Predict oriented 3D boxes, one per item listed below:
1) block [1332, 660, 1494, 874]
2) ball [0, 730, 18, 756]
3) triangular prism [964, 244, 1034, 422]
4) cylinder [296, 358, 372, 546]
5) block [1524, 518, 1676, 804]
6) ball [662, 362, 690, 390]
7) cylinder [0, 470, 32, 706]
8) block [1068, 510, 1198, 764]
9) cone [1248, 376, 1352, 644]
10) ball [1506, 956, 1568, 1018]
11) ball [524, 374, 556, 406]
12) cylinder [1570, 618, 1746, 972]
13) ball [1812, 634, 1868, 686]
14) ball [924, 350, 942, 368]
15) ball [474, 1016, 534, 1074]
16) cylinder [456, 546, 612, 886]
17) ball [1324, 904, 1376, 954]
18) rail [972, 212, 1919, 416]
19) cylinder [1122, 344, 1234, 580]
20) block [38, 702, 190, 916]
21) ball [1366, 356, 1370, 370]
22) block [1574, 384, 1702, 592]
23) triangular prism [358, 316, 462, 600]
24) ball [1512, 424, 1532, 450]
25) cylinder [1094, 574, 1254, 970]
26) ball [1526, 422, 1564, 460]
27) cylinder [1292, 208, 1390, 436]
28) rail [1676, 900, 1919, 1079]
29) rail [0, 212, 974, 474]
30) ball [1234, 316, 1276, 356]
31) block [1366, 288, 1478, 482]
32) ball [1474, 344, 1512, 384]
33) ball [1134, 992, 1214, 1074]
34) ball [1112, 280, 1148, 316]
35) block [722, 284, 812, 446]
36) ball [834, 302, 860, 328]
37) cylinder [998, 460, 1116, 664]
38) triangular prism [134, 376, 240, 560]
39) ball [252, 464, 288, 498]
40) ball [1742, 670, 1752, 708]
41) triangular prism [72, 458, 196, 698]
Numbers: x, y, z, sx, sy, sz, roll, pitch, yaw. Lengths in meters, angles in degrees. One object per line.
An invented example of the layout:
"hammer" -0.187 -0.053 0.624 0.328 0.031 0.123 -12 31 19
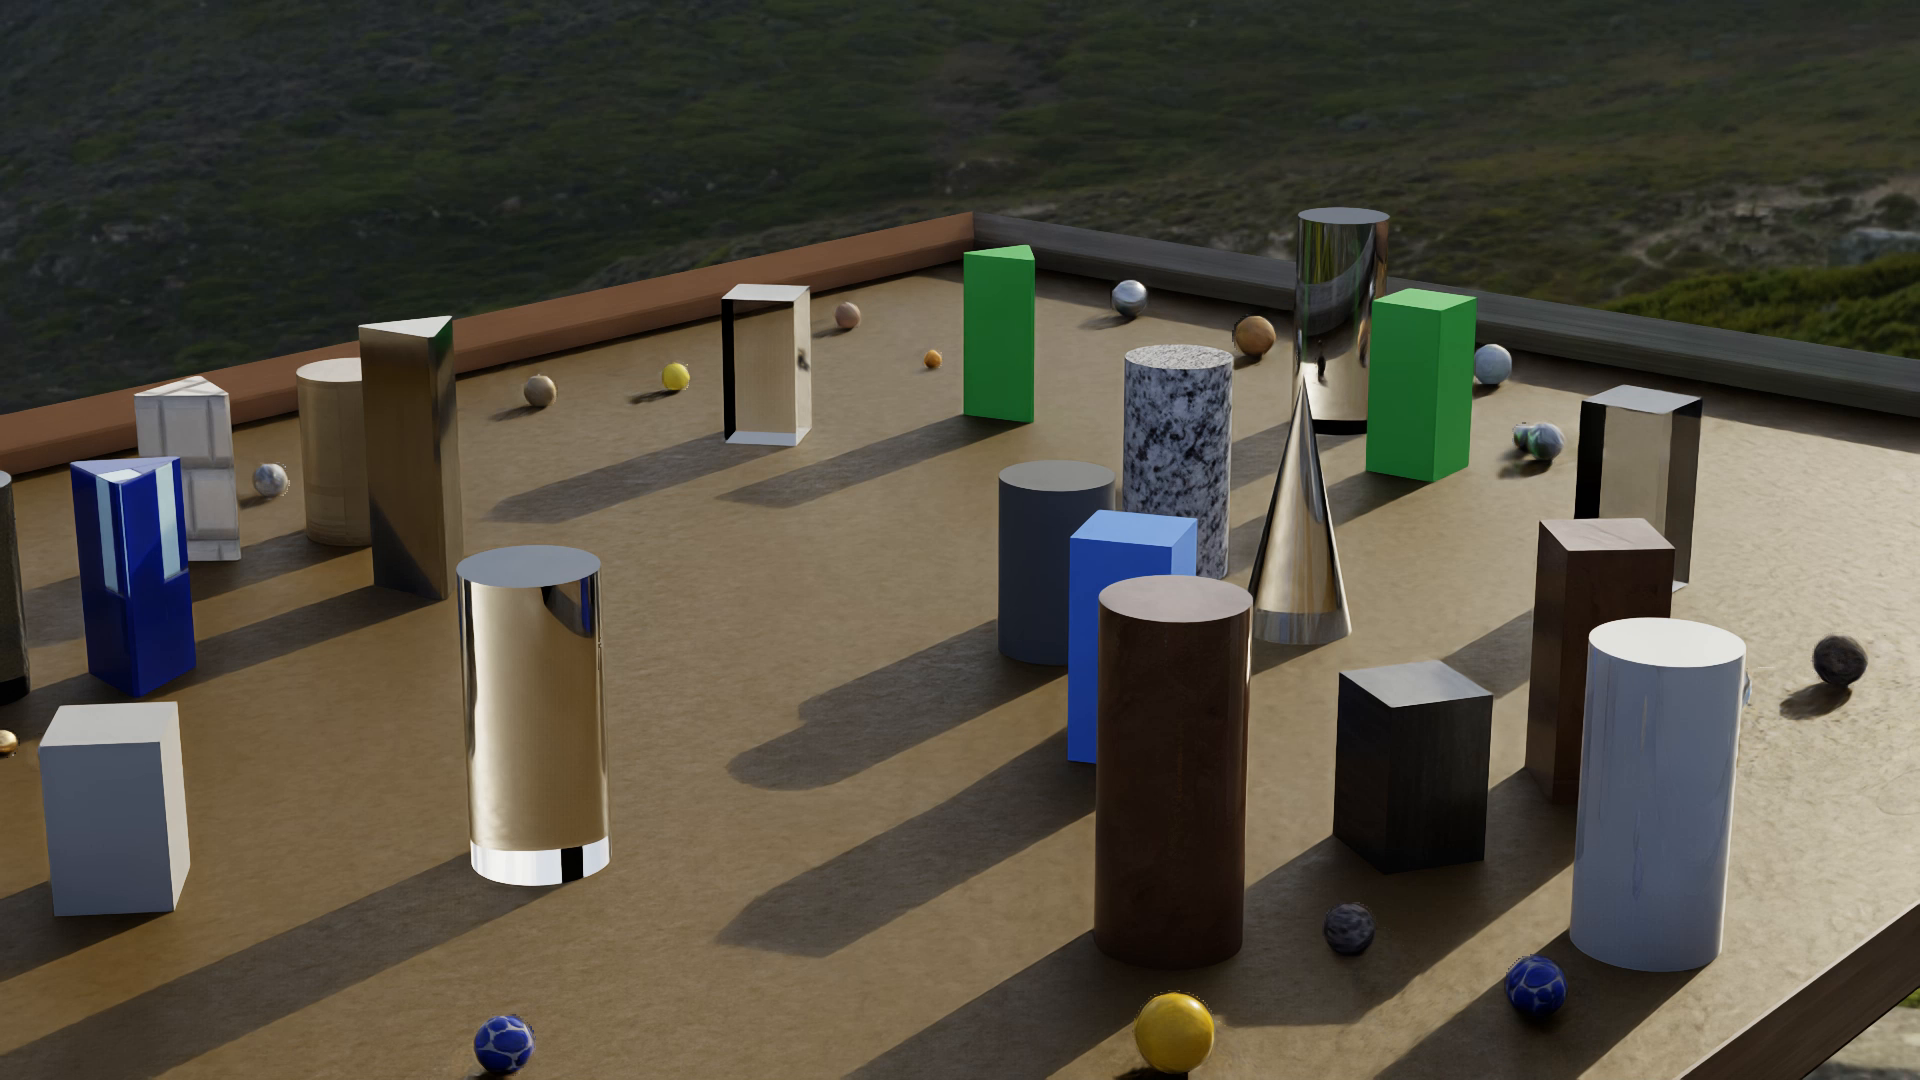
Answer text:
"block" 0.617 0.308 4.006 0.152 0.239 0.152 -6 18 -19
"ball" -1.426 0.303 4.368 0.040 0.040 0.040 0 17 0
"triangular prism" 0.113 -0.450 6.318 0.165 0.353 0.143 8 19 26
"cylinder" -1.127 -0.165 5.450 0.190 0.311 0.190 0 17 0
"block" 0.916 0.173 4.211 0.152 0.380 0.152 -1 17 -4
"ball" -0.635 -0.364 6.540 0.061 0.061 0.061 0 17 0
"cylinder" -1.569 0.077 4.591 0.190 0.345 0.190 0 17 0
"block" 0.256 0.148 4.354 0.152 0.346 0.152 5 18 17
"cone" 0.566 -0.064 4.893 0.190 0.440 0.190 0 17 0
"ball" 0.695 0.539 3.532 0.073 0.073 0.073 0 17 0
"ball" -0.917 -0.325 6.398 0.069 0.069 0.069 0 17 0
"cylinder" 0.876 0.319 3.690 0.190 0.402 0.190 0 17 0
"ball" 1.401 0.190 4.666 0.084 0.084 0.084 0 17 0
"ball" -0.063 -0.416 6.748 0.041 0.041 0.041 0 17 0
"ball" -0.527 0.584 3.390 0.068 0.068 0.068 0 17 0
"cylinder" -0.571 0.234 3.944 0.190 0.417 0.190 0 17 0
"ball" 0.492 0.492 3.702 0.064 0.064 0.064 0 17 0
"rail" 1.481 -0.462 6.753 3.875 0.124 0.045 14 22 39
"cylinder" 0.385 -0.134 5.208 0.190 0.392 0.190 0 17 0
"block" -1.112 0.353 3.864 0.152 0.236 0.152 -2 17 -6
"ball" 0.951 -0.404 6.696 0.047 0.047 0.047 0 17 0
"block" 1.181 -0.082 5.125 0.152 0.339 0.152 13 21 38
"triangular prism" -0.928 -0.150 5.130 0.165 0.467 0.143 10 20 30
"ball" 1.167 -0.212 6.052 0.052 0.052 0.052 0 17 0
"cylinder" 0.266 0.291 3.687 0.190 0.458 0.190 0 17 0
"ball" 1.191 -0.200 5.969 0.077 0.077 0.077 0 17 0
"cylinder" 0.802 -0.463 6.196 0.190 0.450 0.190 0 17 0
"rail" 1.445 0.394 3.920 0.045 0.124 4.565 14 22 39
"rail" -1.445 -0.332 6.322 0.045 0.124 4.565 14 22 39
"ball" 0.689 -0.477 6.857 0.095 0.095 0.095 0 17 0
"block" 0.923 -0.312 5.870 0.152 0.348 0.152 12 21 35
"ball" 1.195 -0.395 6.591 0.091 0.091 0.091 0 17 0
"ball" 0.248 0.571 3.391 0.093 0.093 0.093 0 17 0
"ball" 0.420 -0.600 7.270 0.090 0.090 0.090 0 17 0
"block" -0.403 -0.367 6.127 0.152 0.306 0.152 3 17 9
"ball" -0.274 -0.546 7.141 0.063 0.063 0.063 0 17 0
"cylinder" 0.158 0.035 4.816 0.190 0.294 0.190 0 17 0
"triangular prism" -1.393 -0.132 5.344 0.165 0.308 0.143 0 17 -2
"ball" -1.344 -0.117 5.712 0.066 0.066 0.066 0 17 0
"ball" 1.177 0.228 4.531 0.090 0.090 0.090 0 17 0
"triangular prism" -1.297 0.049 4.671 0.143 0.351 0.165 -14 22 -39
